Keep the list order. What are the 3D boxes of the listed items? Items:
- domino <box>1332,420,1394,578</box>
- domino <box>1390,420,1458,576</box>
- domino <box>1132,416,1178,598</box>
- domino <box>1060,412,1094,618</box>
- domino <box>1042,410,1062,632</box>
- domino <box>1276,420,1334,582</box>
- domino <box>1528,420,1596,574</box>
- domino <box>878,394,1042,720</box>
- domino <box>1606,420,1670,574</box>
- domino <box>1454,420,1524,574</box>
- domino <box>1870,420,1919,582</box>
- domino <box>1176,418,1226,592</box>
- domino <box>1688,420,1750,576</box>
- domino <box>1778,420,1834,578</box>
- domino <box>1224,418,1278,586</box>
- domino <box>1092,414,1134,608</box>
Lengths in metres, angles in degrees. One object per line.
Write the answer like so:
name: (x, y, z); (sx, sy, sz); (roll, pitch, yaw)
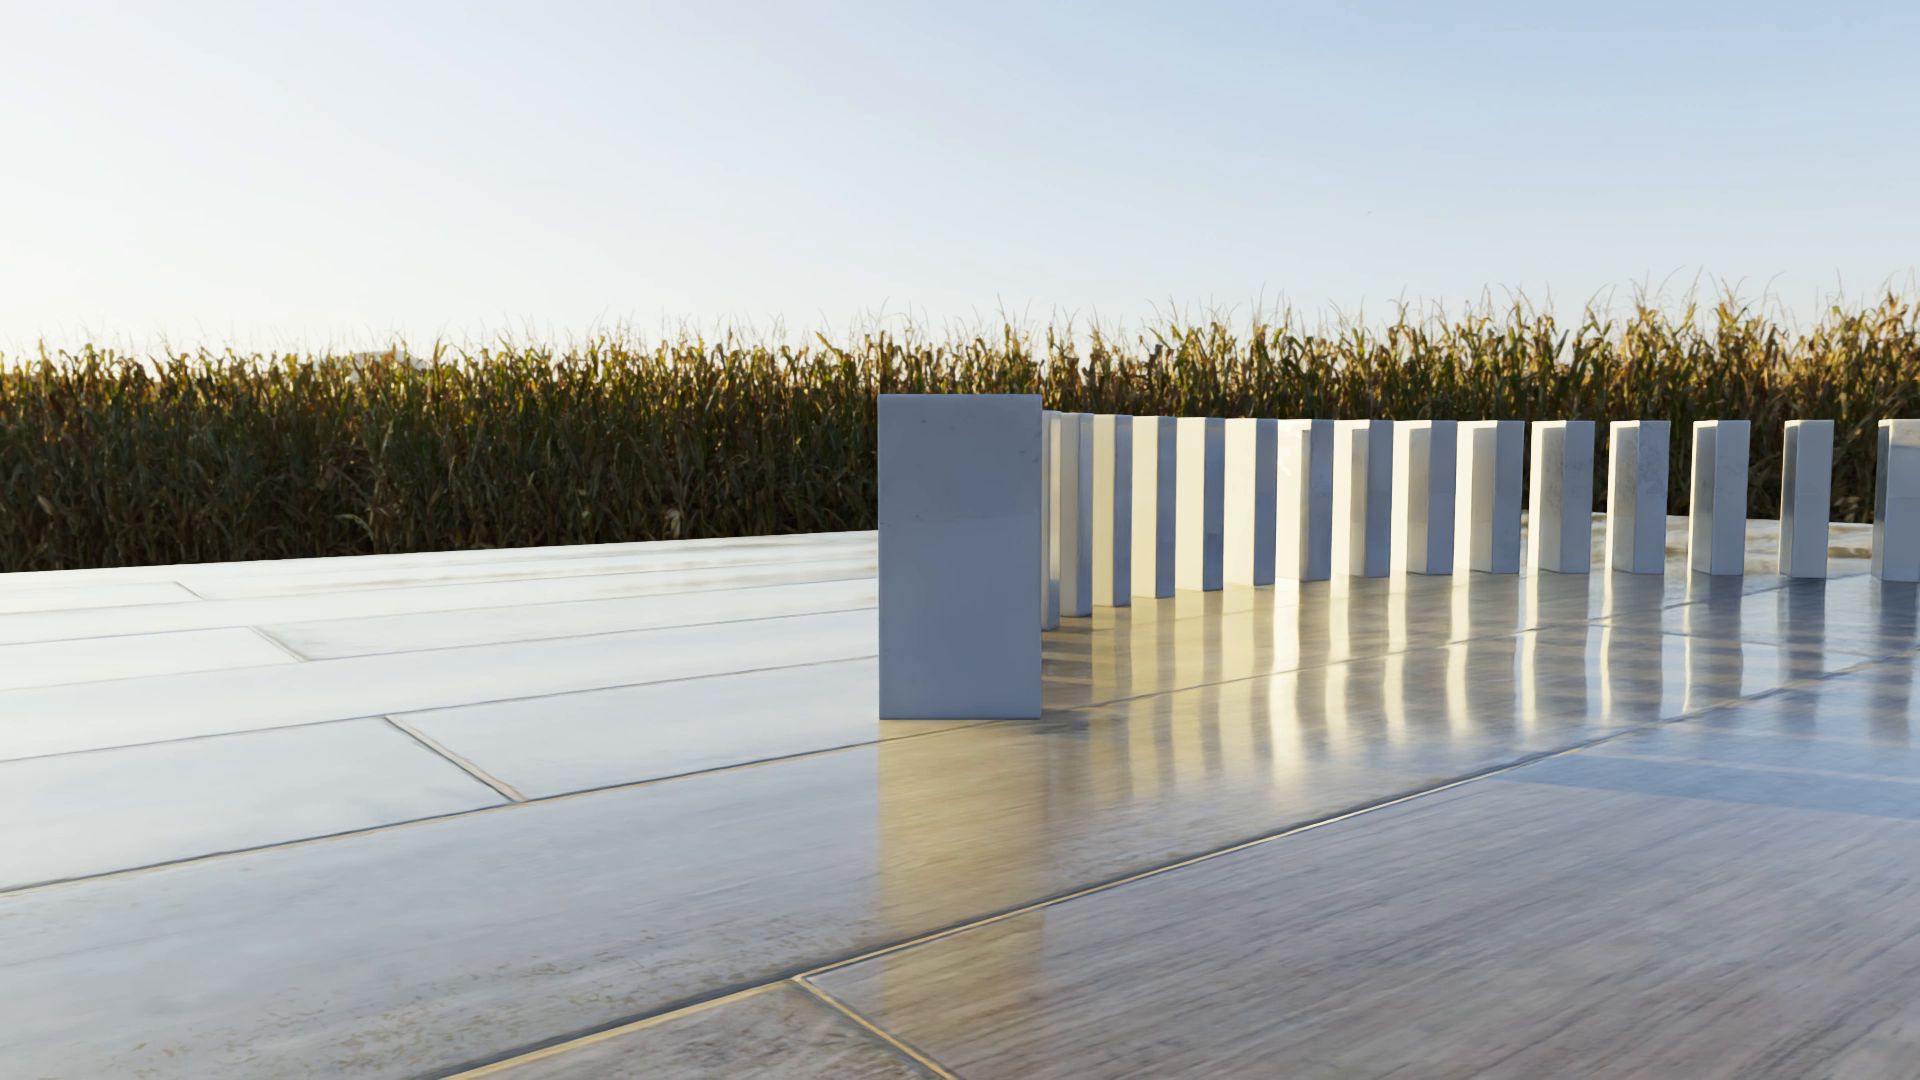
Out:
domino: (0.129, -0.014, 0.418); (0.009, 0.050, 0.025); (-2, 5, -21)
domino: (0.152, -0.014, 0.425); (0.010, 0.050, 0.025); (-1, 4, -14)
domino: (0.048, -0.010, 0.362); (0.025, 0.050, 0.009); (4, 6, 41)
domino: (0.020, -0.007, 0.321); (0.025, 0.050, 0.009); (2, 5, 27)
domino: (0.010, -0.005, 0.299); (0.025, 0.050, 0.009); (2, 5, 20)
domino: (0.106, -0.013, 0.408); (0.009, 0.050, 0.025); (-2, 5, -28)
domino: (0.202, -0.015, 0.431); (0.009, 0.050, 0.025); (0, 4, 1)
domino: (0.000, 0.002, 0.201); (0.025, 0.050, 0.010); (0, 4, 0)
domino: (0.227, -0.015, 0.429); (0.009, 0.050, 0.025); (1, 4, 7)
domino: (0.177, -0.015, 0.430); (0.009, 0.050, 0.025); (-1, 4, -7)
domino: (0.296, -0.013, 0.405); (0.009, 0.050, 0.025); (2, 5, 29)
domino: (0.065, -0.011, 0.380); (0.009, 0.050, 0.025); (-4, 6, -42)
domino: (0.251, -0.014, 0.425); (0.009, 0.050, 0.025); (1, 4, 14)
domino: (0.274, -0.014, 0.416); (0.009, 0.050, 0.025); (2, 5, 24)
domino: (0.085, -0.012, 0.395); (0.009, 0.050, 0.025); (-3, 5, -34)
domino: (0.033, -0.008, 0.343); (0.025, 0.050, 0.010); (3, 5, 34)
